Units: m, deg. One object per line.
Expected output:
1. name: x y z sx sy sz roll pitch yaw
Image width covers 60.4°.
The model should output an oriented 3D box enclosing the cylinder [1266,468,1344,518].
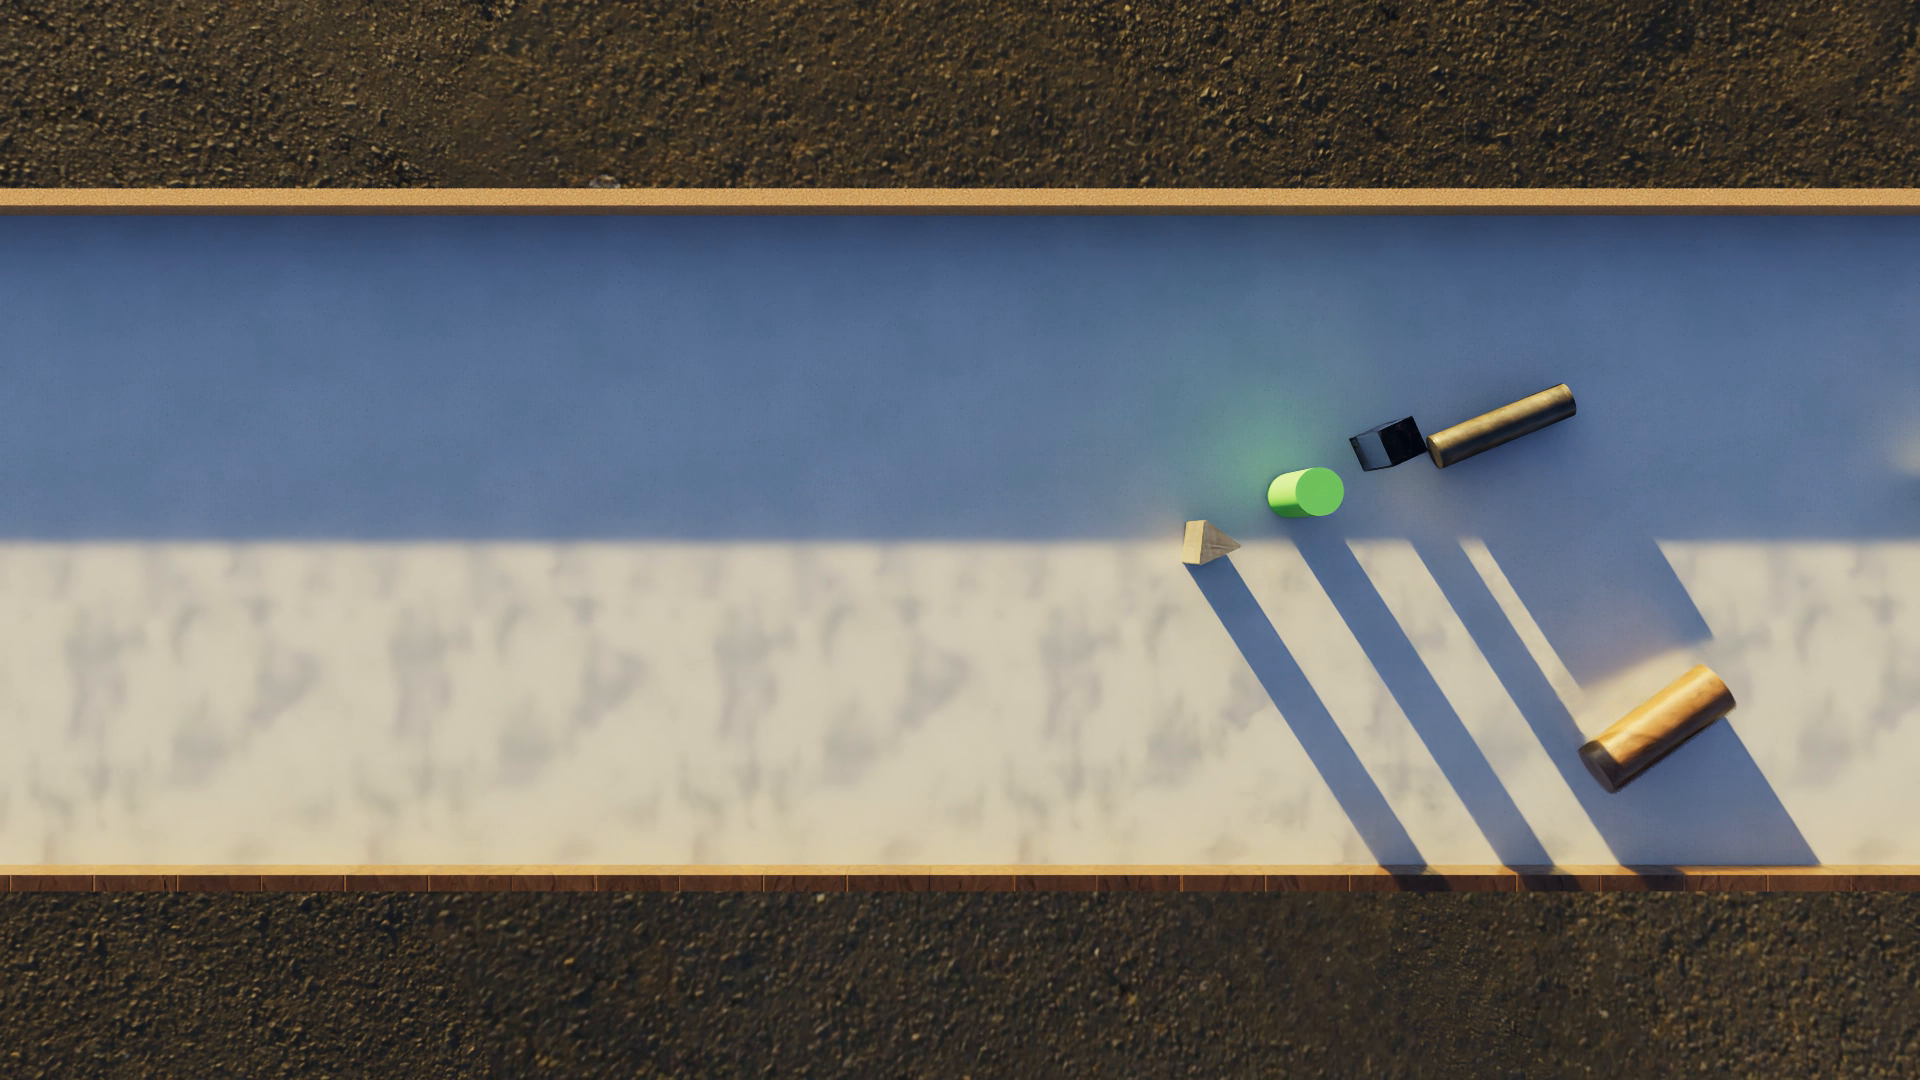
1. cylinder: 1.013 -0.136 4.861 0.137 0.432 0.137 0 90 0

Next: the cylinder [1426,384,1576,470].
1. cylinder: 1.647 -0.346 5.022 0.437 0.107 0.107 -22 90 0

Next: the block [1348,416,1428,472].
1. block: 1.271 -0.283 4.906 0.112 0.341 0.112 -24 90 0

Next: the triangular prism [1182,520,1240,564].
1. triangular prism: 0.721 -0.006 4.892 0.126 0.369 0.110 -24 90 0

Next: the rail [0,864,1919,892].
1. rail: -2.247 1.025 5.001 12.000 0.150 0.050 0 90 0

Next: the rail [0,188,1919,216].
1. rail: -2.247 -1.025 5.002 12.000 0.150 0.050 0 90 0

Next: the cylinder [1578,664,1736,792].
1. cylinder: 2.108 0.570 4.996 0.445 0.162 0.162 -35 90 0
